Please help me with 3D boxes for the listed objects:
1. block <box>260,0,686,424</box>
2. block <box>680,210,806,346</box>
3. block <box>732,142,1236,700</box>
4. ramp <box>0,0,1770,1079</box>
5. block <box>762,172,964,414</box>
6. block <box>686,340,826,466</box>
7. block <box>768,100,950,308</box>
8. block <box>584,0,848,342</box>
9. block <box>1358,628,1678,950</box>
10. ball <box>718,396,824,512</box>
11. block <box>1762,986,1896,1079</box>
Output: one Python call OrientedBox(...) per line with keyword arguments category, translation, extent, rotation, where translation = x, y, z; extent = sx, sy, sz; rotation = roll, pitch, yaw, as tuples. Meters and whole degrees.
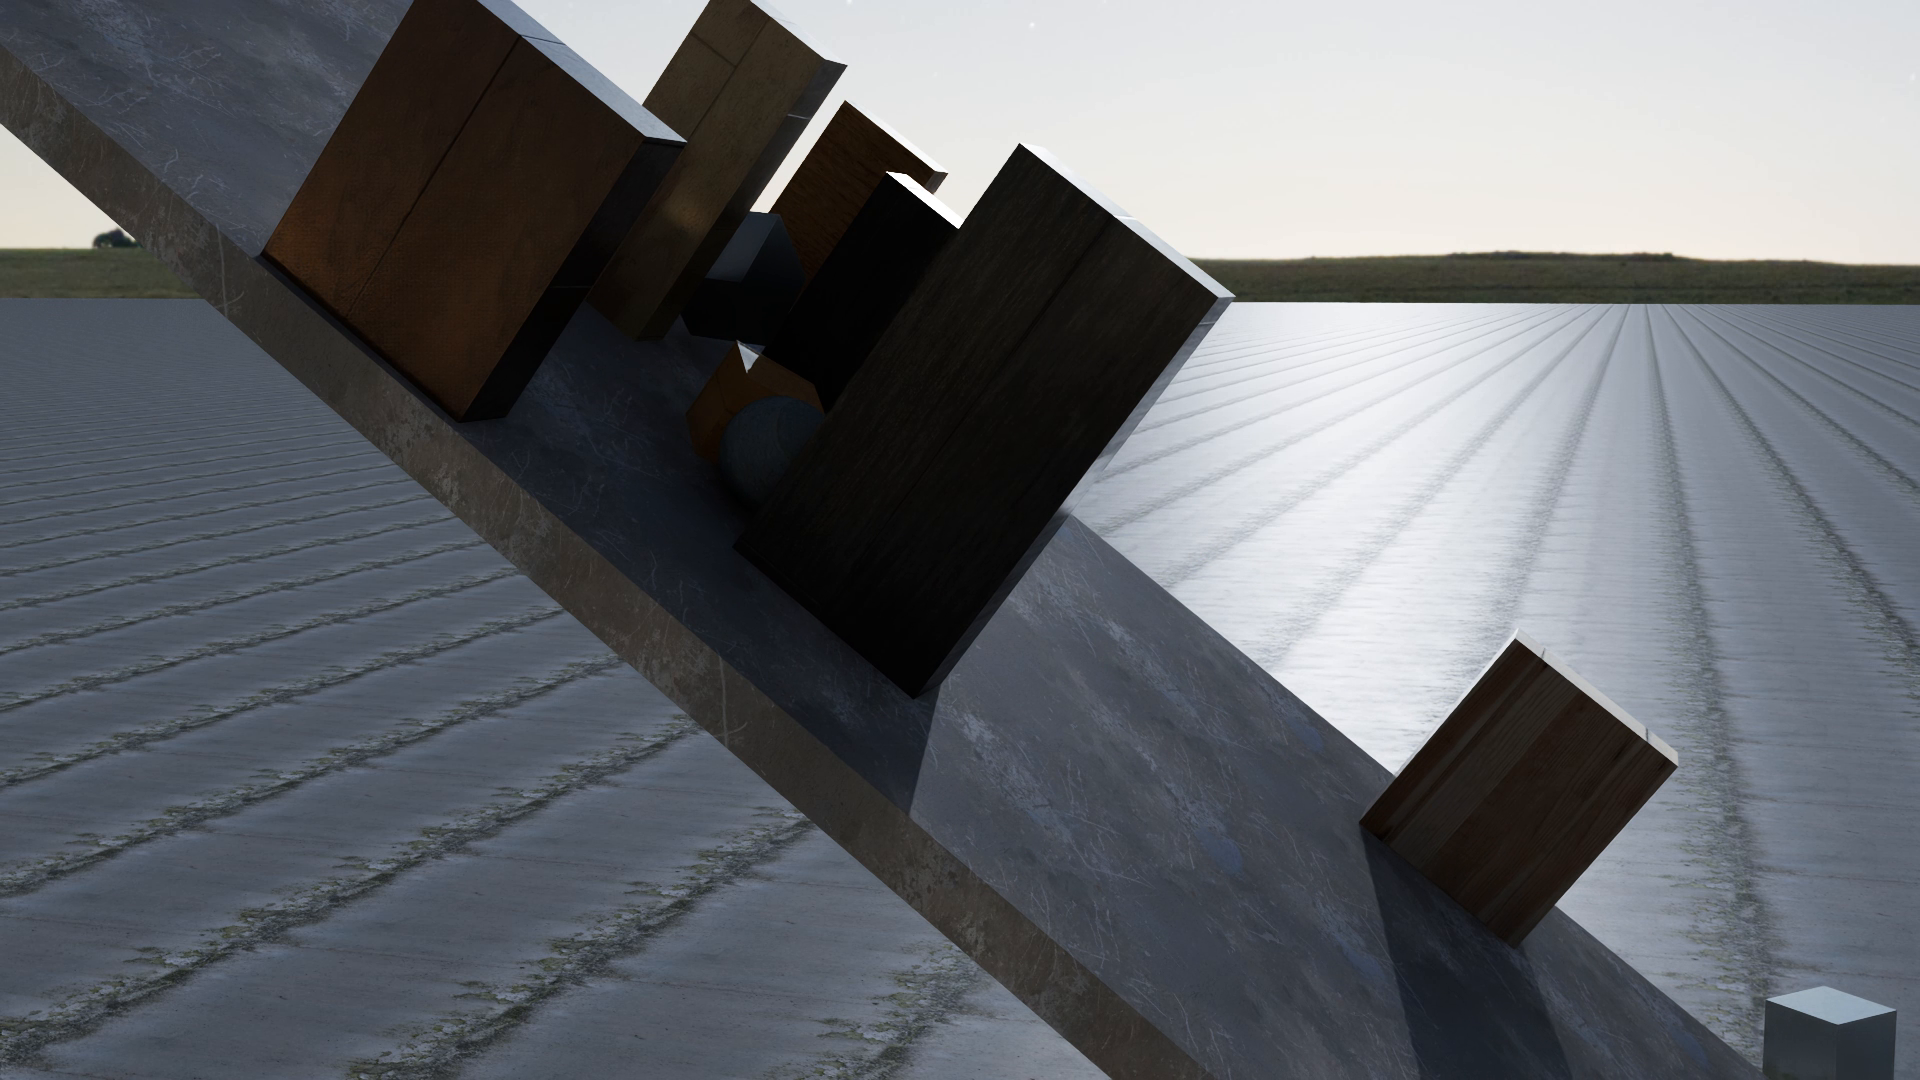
OrientedBox(category="block", translation=(-0.722, -0.504, 3.250), extent=(0.408, 0.512, 0.142), rotation=(39, 16, 9))
OrientedBox(category="block", translation=(-0.436, -0.512, 4.255), extent=(0.180, 0.180, 0.180), rotation=(10, -33, 24))
OrientedBox(category="block", translation=(0.029, -0.180, 3.423), extent=(0.380, 0.783, 0.144), rotation=(39, 16, 9))
OrientedBox(category="ramp", translation=(-0.050, 0.109, 4.063), extent=(4.000, 0.100, 2.000), rotation=(39, 16, 9))
OrientedBox(category="block", translation=(-0.159, -0.434, 4.290), extent=(0.272, 0.489, 0.118), rotation=(39, 16, 9))
OrientedBox(category="block", translation=(-0.356, -0.212, 3.836), extent=(0.165, 0.165, 0.165), rotation=(29, 17, -25))
OrientedBox(category="block", translation=(-0.268, -0.733, 4.987), extent=(0.265, 0.446, 0.103), rotation=(39, 16, 9))
OrientedBox(category="block", translation=(-0.494, -0.691, 4.052), extent=(0.241, 0.628, 0.122), rotation=(39, 16, 9))
OrientedBox(category="block", translation=(1.099, 0.489, 4.343), extent=(0.387, 0.484, 0.131), rotation=(39, 16, 9))
OrientedBox(category="ball", translation=(-0.302, -0.140, 3.674), extent=(0.203, 0.203, 0.203), rotation=(0, 7, 0))
OrientedBox(category="block", translation=(1.973, 1.151, 4.995), extent=(0.197, 0.197, 0.197), rotation=(-4, 8, -29))
